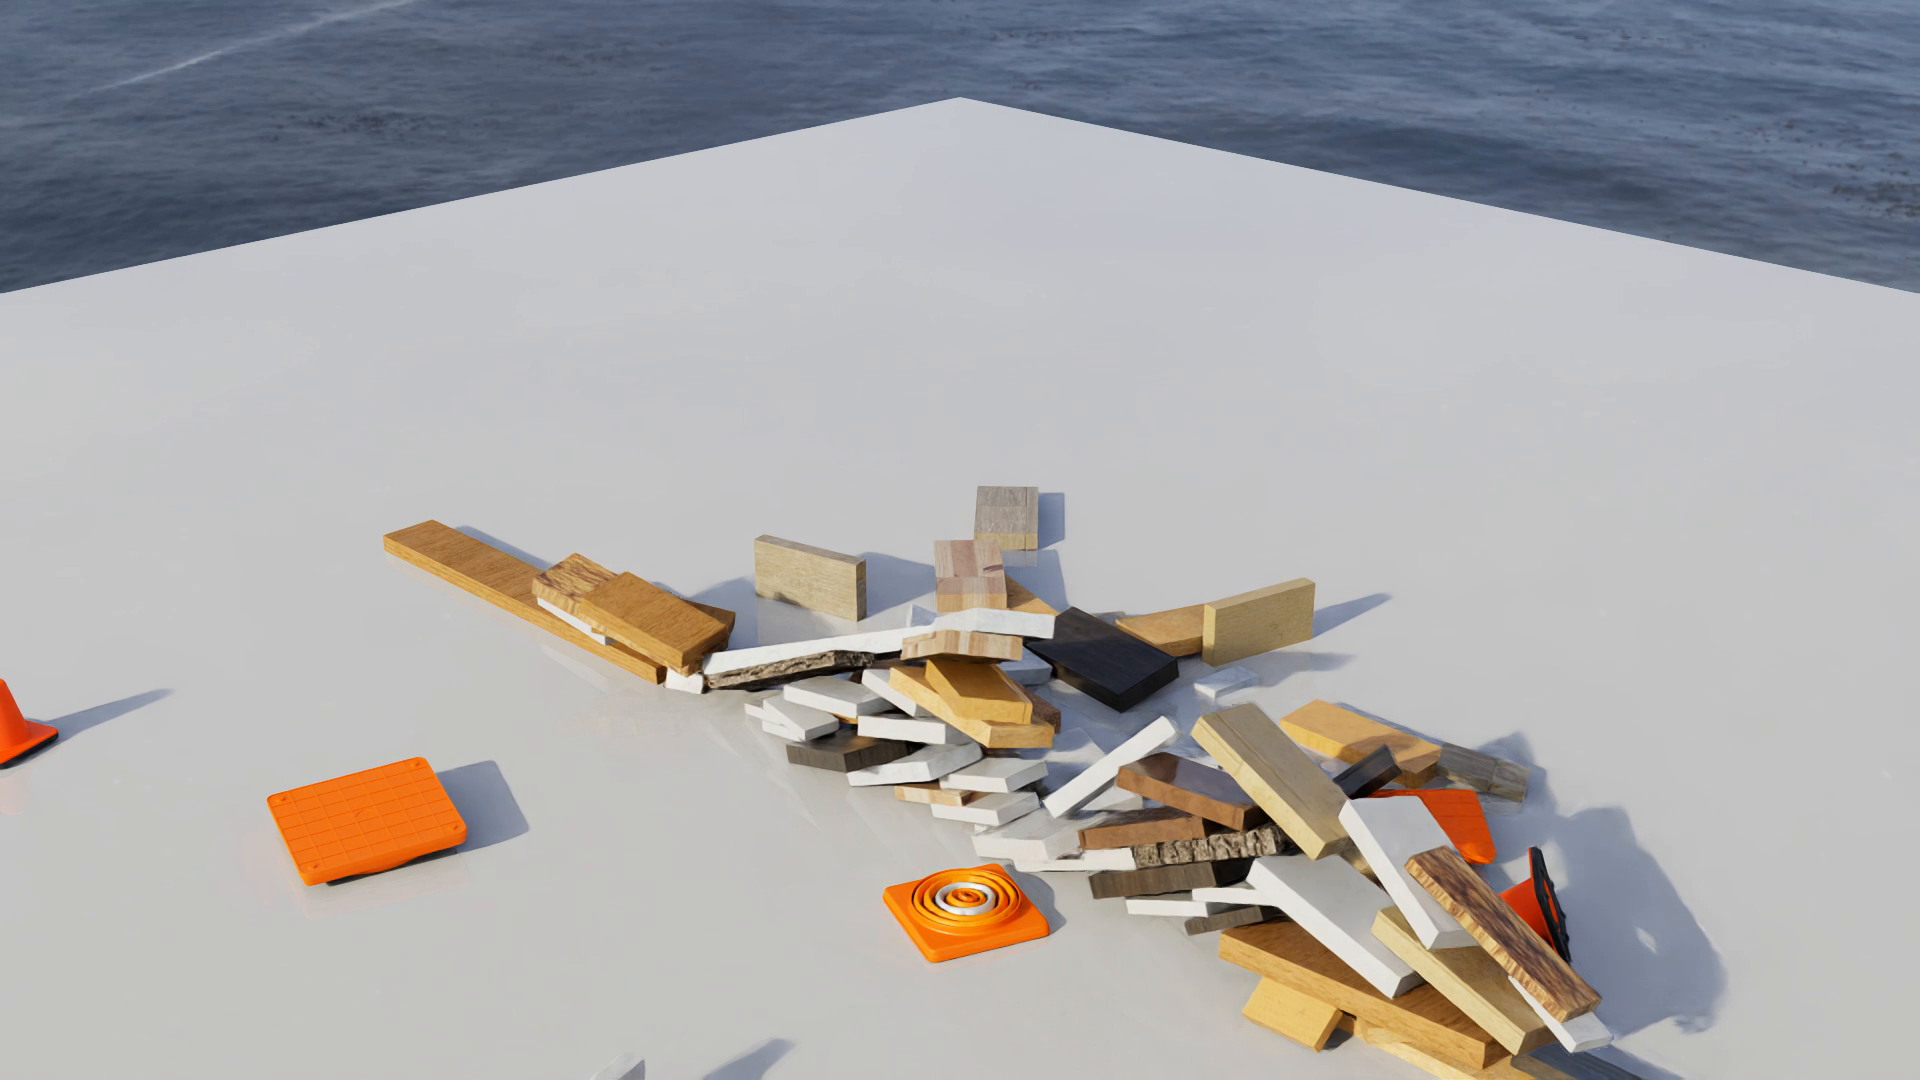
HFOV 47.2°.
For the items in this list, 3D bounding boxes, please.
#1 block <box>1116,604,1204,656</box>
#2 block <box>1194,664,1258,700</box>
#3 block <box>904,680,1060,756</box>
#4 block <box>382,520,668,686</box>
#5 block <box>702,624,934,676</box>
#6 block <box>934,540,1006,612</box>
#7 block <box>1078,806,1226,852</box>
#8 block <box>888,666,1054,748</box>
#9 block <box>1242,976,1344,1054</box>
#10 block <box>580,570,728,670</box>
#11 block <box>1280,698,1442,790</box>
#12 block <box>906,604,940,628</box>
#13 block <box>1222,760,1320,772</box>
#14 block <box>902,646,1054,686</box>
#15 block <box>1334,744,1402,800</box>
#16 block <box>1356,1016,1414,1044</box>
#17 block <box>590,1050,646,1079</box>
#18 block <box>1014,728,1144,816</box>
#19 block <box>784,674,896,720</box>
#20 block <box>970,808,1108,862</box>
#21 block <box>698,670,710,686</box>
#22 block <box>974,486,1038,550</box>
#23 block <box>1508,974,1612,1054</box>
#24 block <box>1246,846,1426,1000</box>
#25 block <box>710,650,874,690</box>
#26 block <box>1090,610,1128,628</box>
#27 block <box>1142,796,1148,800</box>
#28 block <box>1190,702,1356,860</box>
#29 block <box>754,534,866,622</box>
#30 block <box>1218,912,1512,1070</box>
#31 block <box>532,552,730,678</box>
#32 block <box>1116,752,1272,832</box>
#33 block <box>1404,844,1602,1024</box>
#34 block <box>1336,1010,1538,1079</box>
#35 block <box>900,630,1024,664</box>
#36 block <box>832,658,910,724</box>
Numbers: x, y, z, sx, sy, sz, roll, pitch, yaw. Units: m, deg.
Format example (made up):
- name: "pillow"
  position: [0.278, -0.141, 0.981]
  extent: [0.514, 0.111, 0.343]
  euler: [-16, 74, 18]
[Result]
- name: "block"
  position: [0.522, 0.214, 5.158]
  extent: [0.292, 0.041, 0.146]
  euler: [-9, 27, -34]
- name: "block"
  position: [0.603, 0.321, 4.979]
  extent: [0.137, 0.019, 0.068]
  euler: [-17, 28, -34]
- name: "block"
  position: [0.022, 0.403, 4.748]
  extent: [0.354, 0.050, 0.177]
  euler: [-14, 27, -30]
- name: "block"
  position: [-1.037, 0.137, 5.383]
  extent: [1.115, 0.043, 0.151]
  euler: [21, 30, 40]
- name: "block"
  position: [-0.240, 0.241, 4.805]
  extent: [0.664, 0.045, 0.159]
  euler: [-8, -9, 27]
- name: "block"
  position: [0.022, 0.085, 5.380]
  extent: [0.165, 0.047, 0.330]
  euler: [-1, 23, -2]
- name: "block"
  position: [0.364, 0.516, 3.992]
  extent: [0.273, 0.039, 0.136]
  euler: [-13, 1, 39]
- name: "block"
  position: [0.018, 0.329, 4.369]
  extent: [0.144, 0.041, 0.405]
  euler: [3, 12, -31]
- name: "block"
  position: [0.566, 0.807, 3.753]
  extent: [0.161, 0.023, 0.081]
  euler: [17, 65, 46]
- name: "block"
  position: [-0.688, 0.177, 4.934]
  extent: [0.302, 0.043, 0.151]
  euler: [26, 36, 25]
- name: "block"
  position: [0.862, 0.433, 4.691]
  extent: [0.347, 0.038, 0.135]
  euler: [21, 31, 40]
- name: "block"
  position: [-0.024, 0.223, 5.064]
  extent: [0.208, 0.029, 0.104]
  euler: [23, 28, -13]
- name: "block"
  position: [0.615, 0.497, 4.543]
  extent: [0.255, 0.036, 0.127]
  euler: [-21, 31, -40]
- name: "block"
  position: [0.041, 0.278, 4.919]
  extent: [0.328, 0.041, 0.146]
  euler: [-1, 26, -44]
- name: "block"
  position: [0.799, 0.491, 4.432]
  extent: [0.183, 0.026, 0.091]
  euler: [-36, 18, 11]
- name: "block"
  position: [0.789, 0.806, 3.739]
  extent: [0.222, 0.031, 0.111]
  euler: [-2, 23, -4]
- name: "block"
  position: [-0.588, 0.922, 3.412]
  extent: [0.038, 0.135, 0.270]
  euler: [16, 27, 28]
- name: "block"
  position: [0.241, 0.492, 4.517]
  extent: [0.153, 0.043, 0.307]
  euler: [-16, 27, -15]
- name: "block"
  position: [-0.254, 0.329, 4.624]
  extent: [0.225, 0.032, 0.113]
  euler: [10, 16, 43]
- name: "block"
  position: [0.152, 0.561, 4.199]
  extent: [0.144, 0.041, 0.288]
  euler: [-21, 5, -27]
- name: "block"
  position: [-0.580, 0.312, 4.976]
  extent: [0.091, 0.013, 0.045]
  euler: [10, 25, 23]
- name: "block"
  position: [0.124, -0.060, 5.842]
  extent: [0.165, 0.047, 0.330]
  euler: [1, 23, 2]
- name: "block"
  position: [0.957, 0.744, 3.507]
  extent: [0.081, 0.023, 0.161]
  euler: [-3, 38, -31]
- name: "block"
  position: [0.668, 0.640, 3.762]
  extent: [0.165, 0.047, 0.330]
  euler: [-13, 40, -43]
- name: "block"
  position: [-0.369, 0.284, 4.773]
  extent: [0.113, 0.032, 0.418]
  euler: [7, -15, -44]
- name: "block"
  position: [0.363, 0.227, 5.188]
  extent: [0.104, 0.029, 0.208]
  euler: [-4, 23, -10]
- name: "block"
  position: [0.375, 0.509, 4.535]
  extent: [0.137, 0.019, 0.068]
  euler: [-9, 25, -21]
- name: "block"
  position: [0.568, 0.420, 3.869]
  extent: [0.153, 0.043, 0.324]
  euler: [-9, 45, -44]
- name: "block"
  position: [-0.365, 0.091, 5.353]
  extent: [0.300, 0.150, 0.042]
  euler: [13, 26, 28]
- name: "block"
  position: [0.704, 0.753, 3.734]
  extent: [0.165, 0.047, 0.548]
  euler: [-12, 20, -42]
- name: "block"
  position: [-0.753, 0.168, 5.017]
  extent: [0.449, 0.042, 0.150]
  euler: [26, 36, 21]
- name: "block"
  position: [0.431, 0.446, 3.926]
  extent: [0.273, 0.039, 0.136]
  euler: [16, 18, 39]
- name: "block"
  position: [0.881, 0.637, 3.583]
  extent: [0.091, 0.026, 0.366]
  euler: [-9, 42, -37]
- name: "block"
  position: [0.998, 0.924, 3.542]
  extent: [1.001, 0.031, 0.111]
  euler: [21, 30, 40]
- name: "block"
  position: [0.001, 0.220, 4.439]
  extent: [0.159, 0.045, 0.318]
  euler: [7, -8, -16]
- name: "block"
  position: [-0.157, 0.330, 4.817]
  extent: [0.177, 0.050, 0.354]
  euler: [1, 12, 10]
